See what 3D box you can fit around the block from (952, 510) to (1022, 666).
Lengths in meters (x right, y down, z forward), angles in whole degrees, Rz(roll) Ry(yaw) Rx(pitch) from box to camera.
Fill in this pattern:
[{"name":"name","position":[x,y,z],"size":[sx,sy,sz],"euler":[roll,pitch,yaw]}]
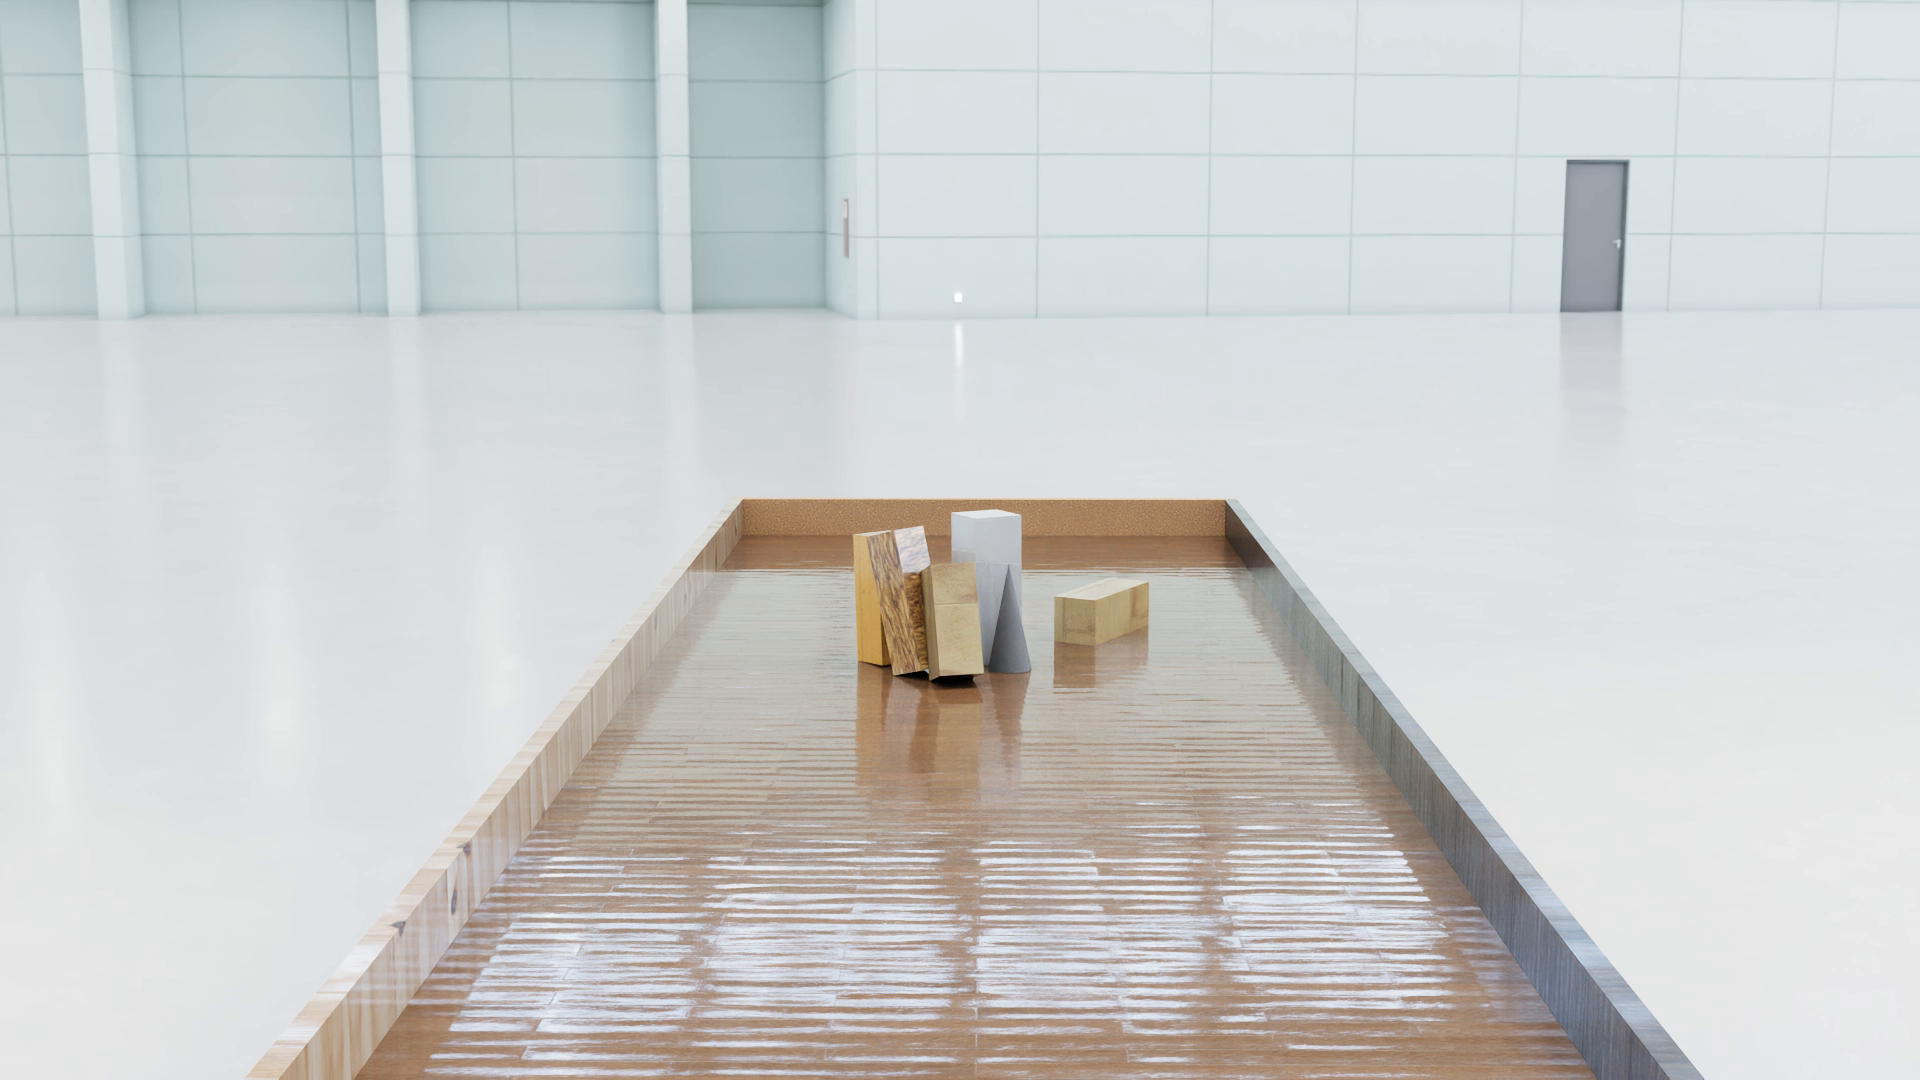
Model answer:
[{"name":"block","position":[0.081,0.143,6.671],"size":[0.156,0.447,0.156],"euler":[-5,9,-27]}]

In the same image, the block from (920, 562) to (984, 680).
[{"name":"block","position":[-0.024,0.238,6.394],"size":[0.130,0.324,0.130],"euler":[-2,-10,-15]}]

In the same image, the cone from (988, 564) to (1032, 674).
[{"name":"cone","position":[0.147,0.225,6.551],"size":[0.130,0.323,0.130],"euler":[-1,9,0]}]

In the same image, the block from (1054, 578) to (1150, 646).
[{"name":"block","position":[0.460,0.229,7.102],"size":[0.145,0.145,0.392],"euler":[5,10,30]}]

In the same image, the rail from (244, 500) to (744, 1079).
[{"name":"rail","position":[-1.004,0.839,3.234],"size":[0.050,0.150,12.000],"euler":[0,9,1]}]

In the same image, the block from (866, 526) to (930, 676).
[{"name":"block","position":[-0.153,0.179,6.495],"size":[0.121,0.417,0.121],"euler":[-13,-2,43]}]

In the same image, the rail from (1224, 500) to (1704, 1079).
[{"name":"rail","position":[1.046,0.843,3.208],"size":[0.050,0.150,12.000],"euler":[0,9,1]}]

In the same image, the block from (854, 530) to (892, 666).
[{"name":"block","position":[-0.226,0.173,6.661],"size":[0.130,0.386,0.130],"euler":[-7,8,-36]}]

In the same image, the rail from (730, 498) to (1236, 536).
[{"name":"rail","position":[0.099,-0.098,9.147],"size":[2.100,0.150,0.050],"euler":[0,9,1]}]
